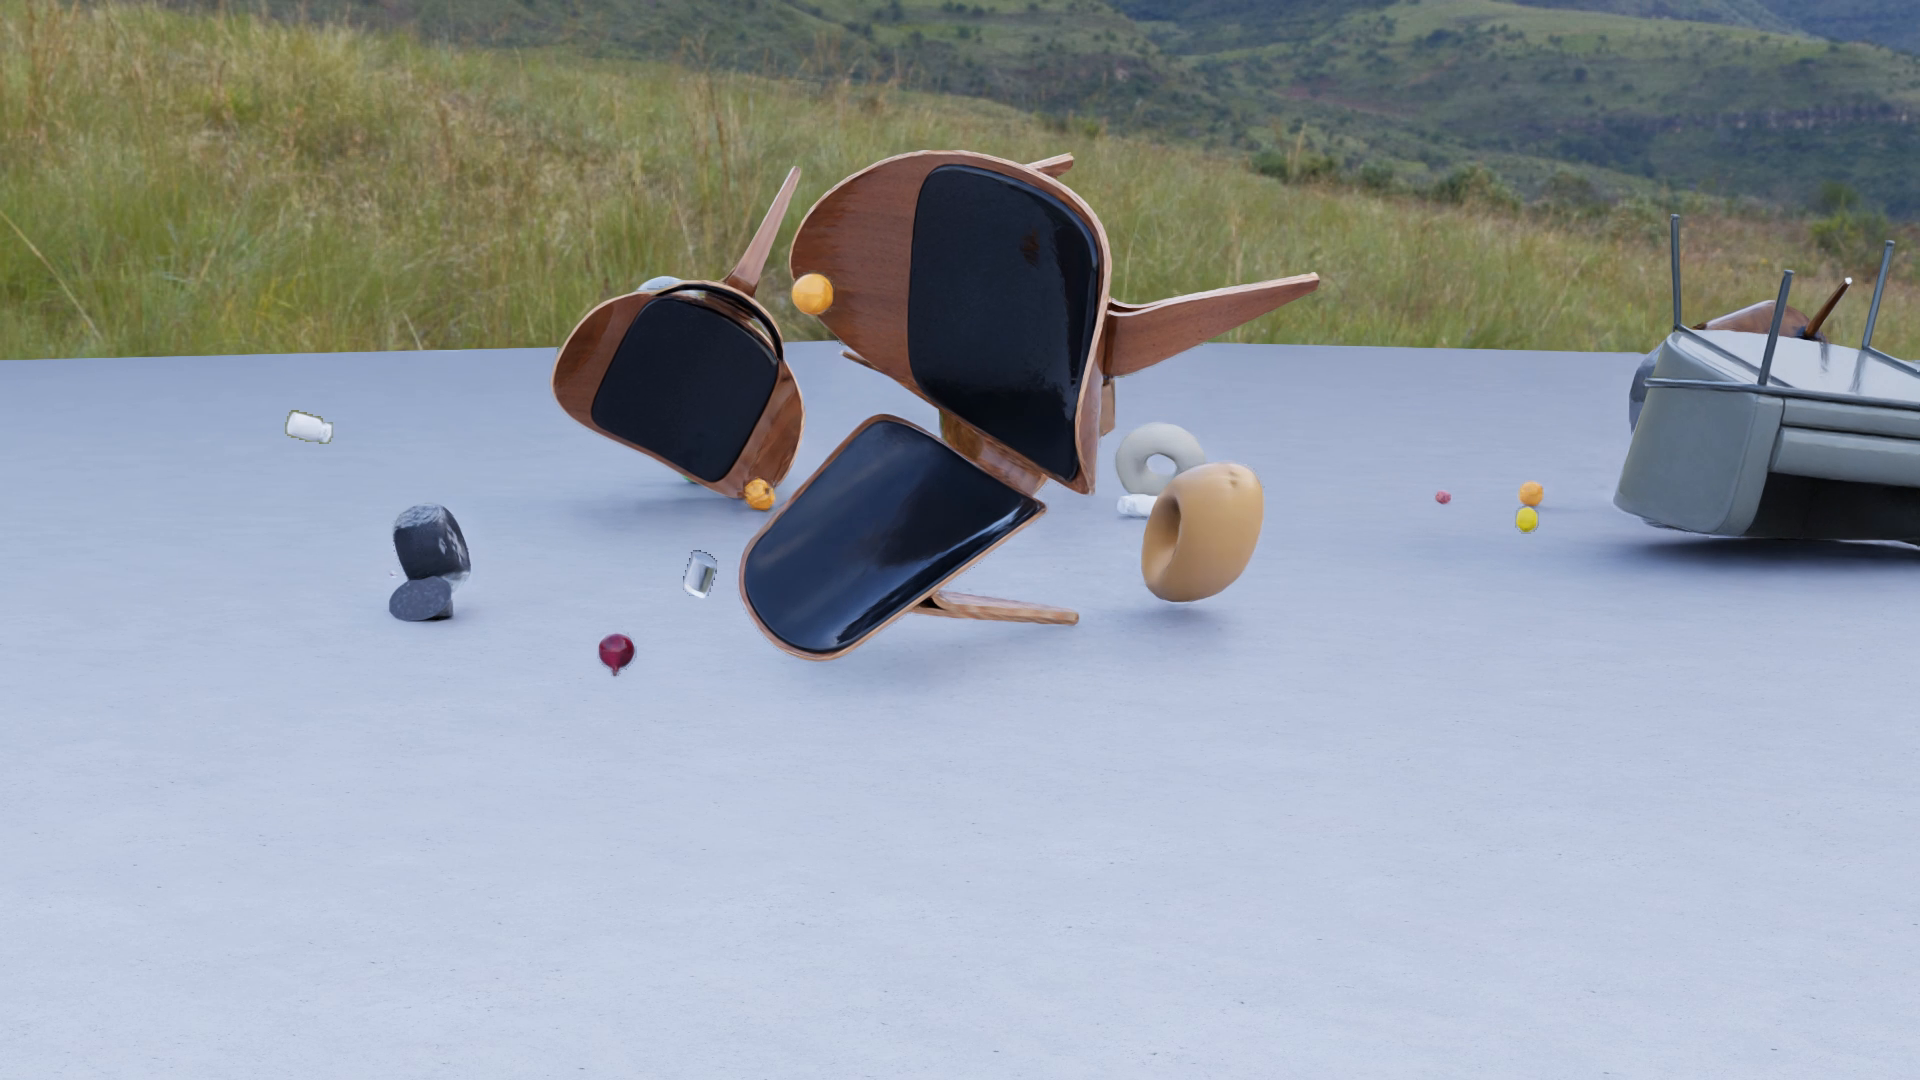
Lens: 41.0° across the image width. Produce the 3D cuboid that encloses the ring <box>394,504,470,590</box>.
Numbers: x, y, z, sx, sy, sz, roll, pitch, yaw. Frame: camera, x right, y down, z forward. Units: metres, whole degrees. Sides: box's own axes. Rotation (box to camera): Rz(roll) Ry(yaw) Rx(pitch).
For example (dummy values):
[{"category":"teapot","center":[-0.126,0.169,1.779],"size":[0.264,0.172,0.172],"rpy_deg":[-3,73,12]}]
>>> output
[{"category":"ring","center":[-1.030,0.019,5.008],"size":[0.105,0.183,0.212],"rpy_deg":[-19,-6,0]}]

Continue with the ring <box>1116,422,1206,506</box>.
[{"category":"ring","center":[0.571,-0.213,7.279],"size":[0.264,0.272,0.092],"rpy_deg":[15,39,6]}]

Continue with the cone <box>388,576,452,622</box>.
[{"category":"cone","center":[-1.009,0.130,4.943],"size":[0.162,0.094,0.095],"rpy_deg":[-6,-25,32]}]

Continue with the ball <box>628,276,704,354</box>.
[{"category":"ball","center":[-0.916,-0.702,7.995],"size":[0.239,0.239,0.239],"rpy_deg":[0,6,0]}]

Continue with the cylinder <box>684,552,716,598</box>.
[{"category":"cylinder","center":[-0.533,0.073,5.260],"size":[0.058,0.073,0.034],"rpy_deg":[37,30,30]}]

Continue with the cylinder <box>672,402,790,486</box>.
[{"category":"cylinder","center":[-0.726,-0.306,8.118],"size":[0.305,0.263,0.215],"rpy_deg":[3,23,28]}]

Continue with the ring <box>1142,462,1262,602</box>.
[{"category":"ring","center":[0.464,-0.012,4.943],"size":[0.160,0.198,0.448],"rpy_deg":[-5,-26,-13]}]
